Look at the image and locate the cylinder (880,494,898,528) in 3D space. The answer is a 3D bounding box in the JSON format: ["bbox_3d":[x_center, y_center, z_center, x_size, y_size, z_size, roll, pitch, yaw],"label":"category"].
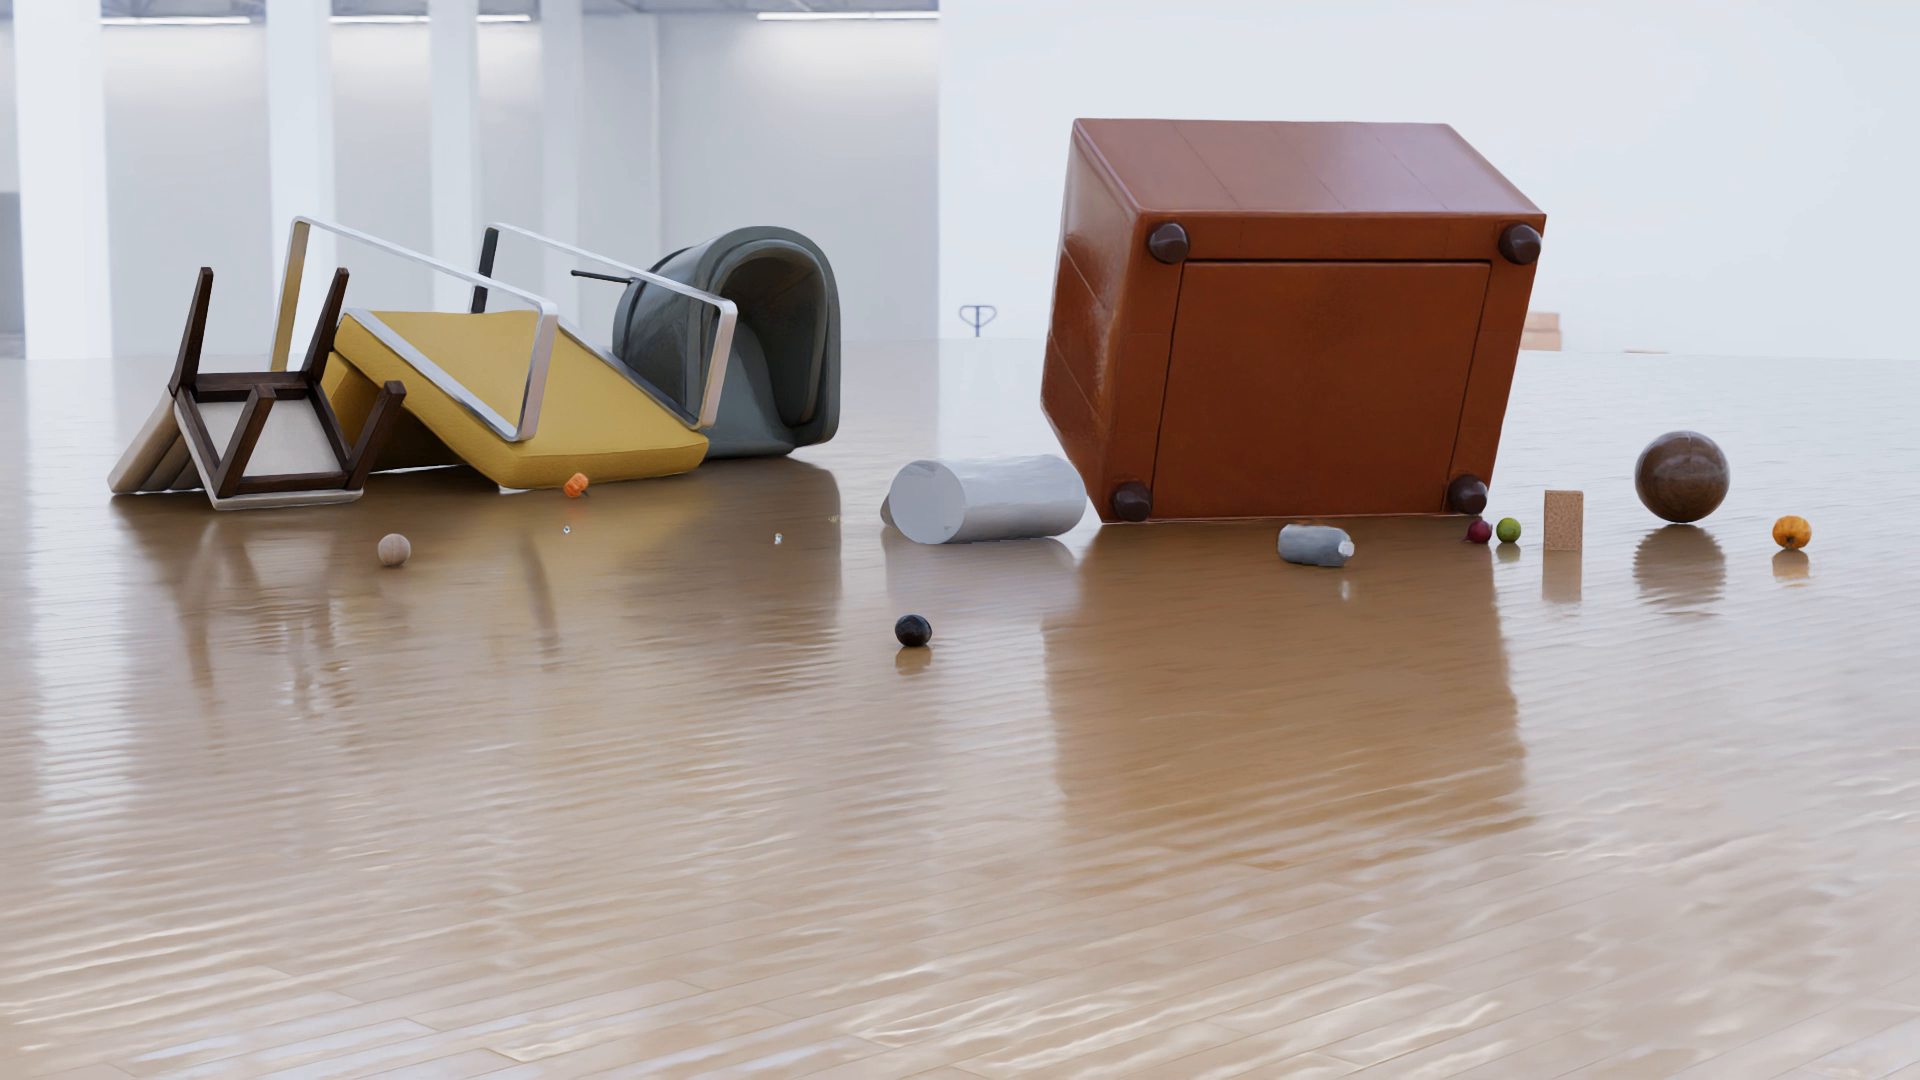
[{"bbox_3d":[-0.060,-0.098,6.700,0.163,0.114,0.308,-4,-8,-33],"label":"cylinder"}]

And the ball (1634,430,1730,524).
[{"bbox_3d":[1.923,-0.169,6.837,0.250,0.250,0.250,0,6,0],"label":"ball"}]

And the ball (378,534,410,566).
[{"bbox_3d":[-1.286,0.023,5.833,0.074,0.074,0.074,0,6,0],"label":"ball"}]

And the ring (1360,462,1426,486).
[{"bbox_3d":[1.374,-0.210,8.157,0.144,0.062,0.270,-2,7,-32],"label":"ring"}]

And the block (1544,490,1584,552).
[{"bbox_3d":[1.455,-0.047,6.187,0.088,0.139,0.091,1,6,10],"label":"block"}]

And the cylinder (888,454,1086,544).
[{"bbox_3d":[0.068,-0.103,6.391,0.358,0.209,0.352,-4,4,-33],"label":"cylinder"}]
